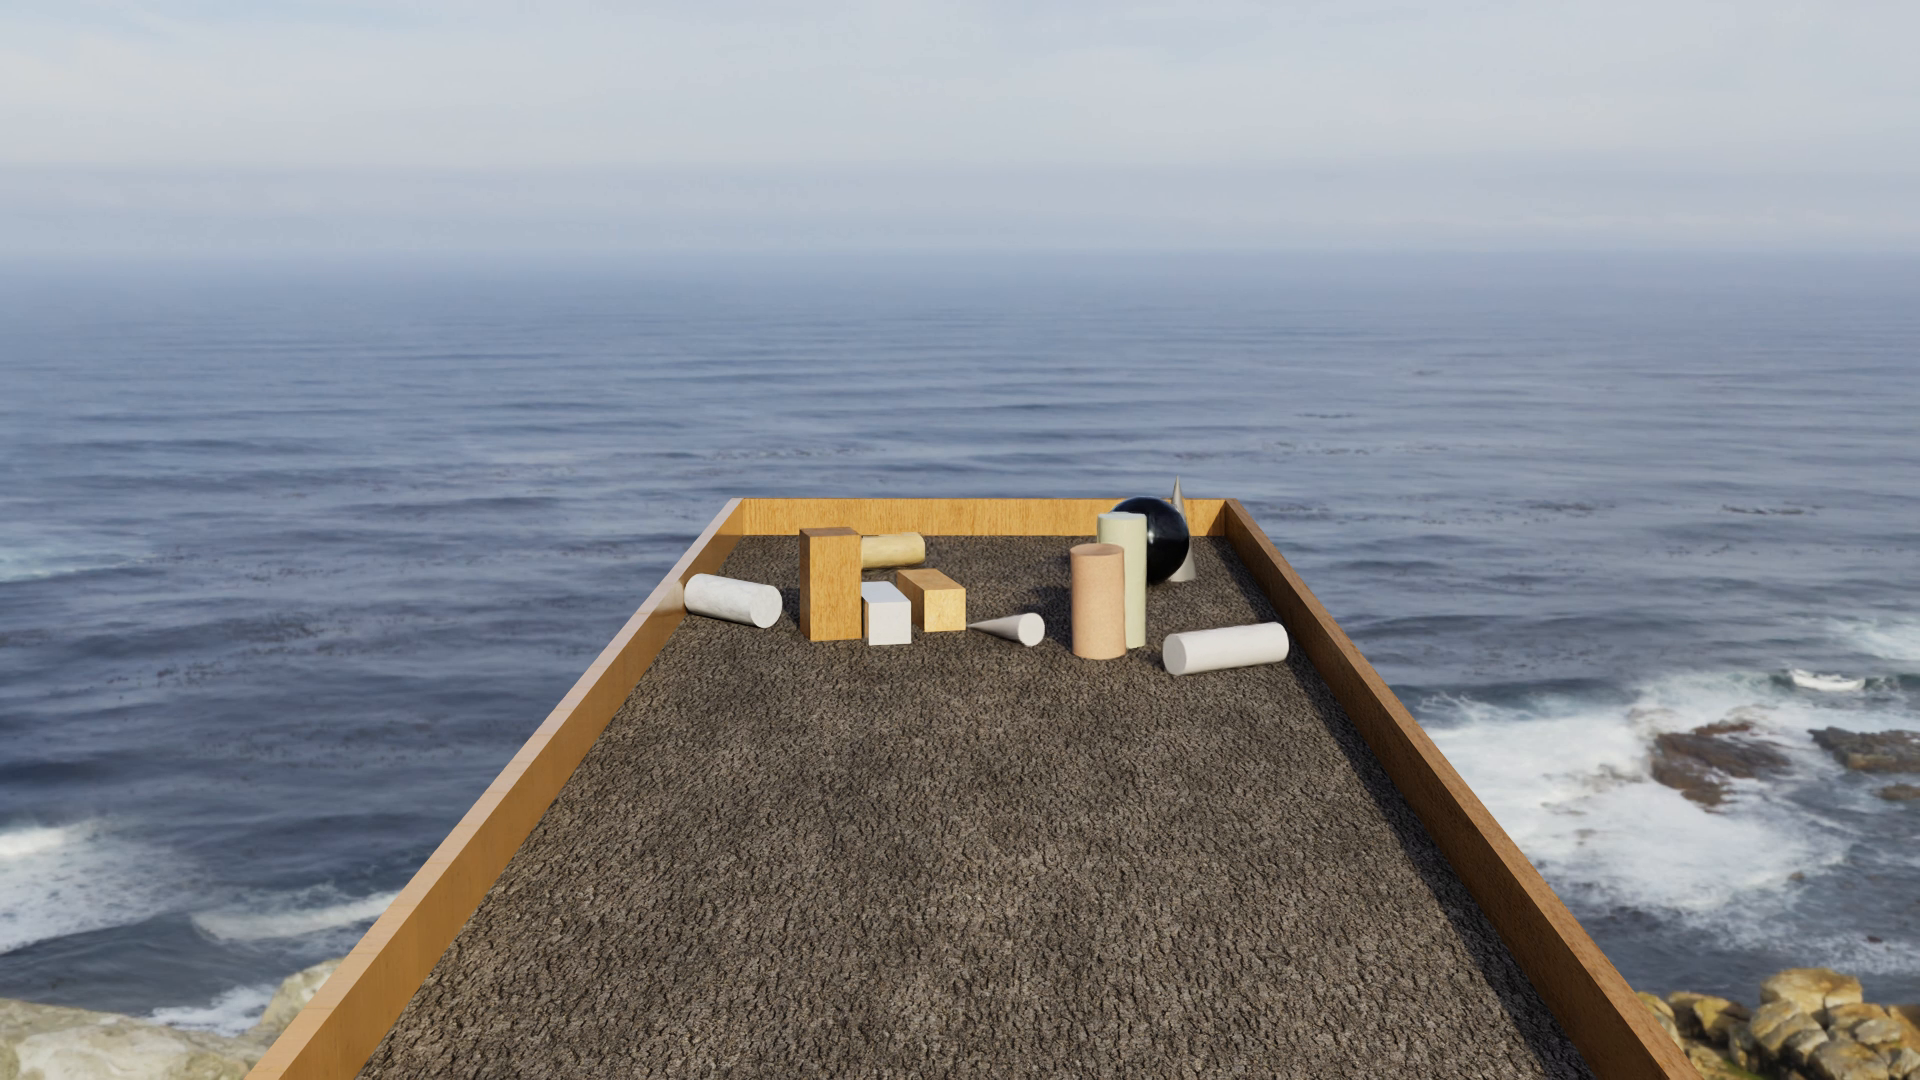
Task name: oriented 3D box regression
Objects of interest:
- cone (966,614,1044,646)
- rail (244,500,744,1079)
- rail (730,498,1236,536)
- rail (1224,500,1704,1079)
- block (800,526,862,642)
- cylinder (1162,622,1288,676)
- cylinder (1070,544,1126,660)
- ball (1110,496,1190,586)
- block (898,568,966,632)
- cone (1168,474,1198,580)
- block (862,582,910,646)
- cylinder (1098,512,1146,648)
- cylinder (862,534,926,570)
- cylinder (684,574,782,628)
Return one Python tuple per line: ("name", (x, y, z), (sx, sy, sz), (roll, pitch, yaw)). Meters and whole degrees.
("cone", (0.117, 0.282, 7.066), (0.104, 0.104, 0.389), (-6, 3, -34))
("rail", (-1.004, 0.839, 3.234), (0.050, 0.150, 12.000), (0, 9, 1))
("rail", (0.099, -0.098, 9.147), (2.100, 0.150, 0.050), (0, 9, 1))
("rail", (1.046, 0.843, 3.208), (0.050, 0.150, 12.000), (0, 9, 1))
("block", (-0.416, 0.139, 7.050), (0.165, 0.336, 0.165), (-3, 10, -16))
("cylinder", (0.794, 0.324, 6.571), (0.374, 0.124, 0.124), (-5, 10, -29))
("cylinder", (0.424, 0.187, 6.752), (0.165, 0.324, 0.165), (-2, 14, 0))
("ball", (0.666, 0.002, 7.956), (0.326, 0.326, 0.326), (0, 9, 0))
("block", (-0.098, 0.198, 7.325), (0.136, 0.136, 0.396), (-2, 9, -14))
("cone", (0.800, -0.058, 8.114), (0.158, 0.394, 0.158), (0, 9, 0))
("block", (-0.261, 0.234, 7.105), (0.134, 0.134, 0.374), (-2, 9, -12))
("cylinder", (0.507, 0.126, 6.905), (0.155, 0.409, 0.155), (0, 9, 0))
("cylinder", (-0.293, 0.048, 8.318), (0.308, 0.122, 0.122), (-5, 10, -31))
("cylinder", (-0.755, 0.200, 7.303), (0.335, 0.140, 0.140), (8, 12, 43))
